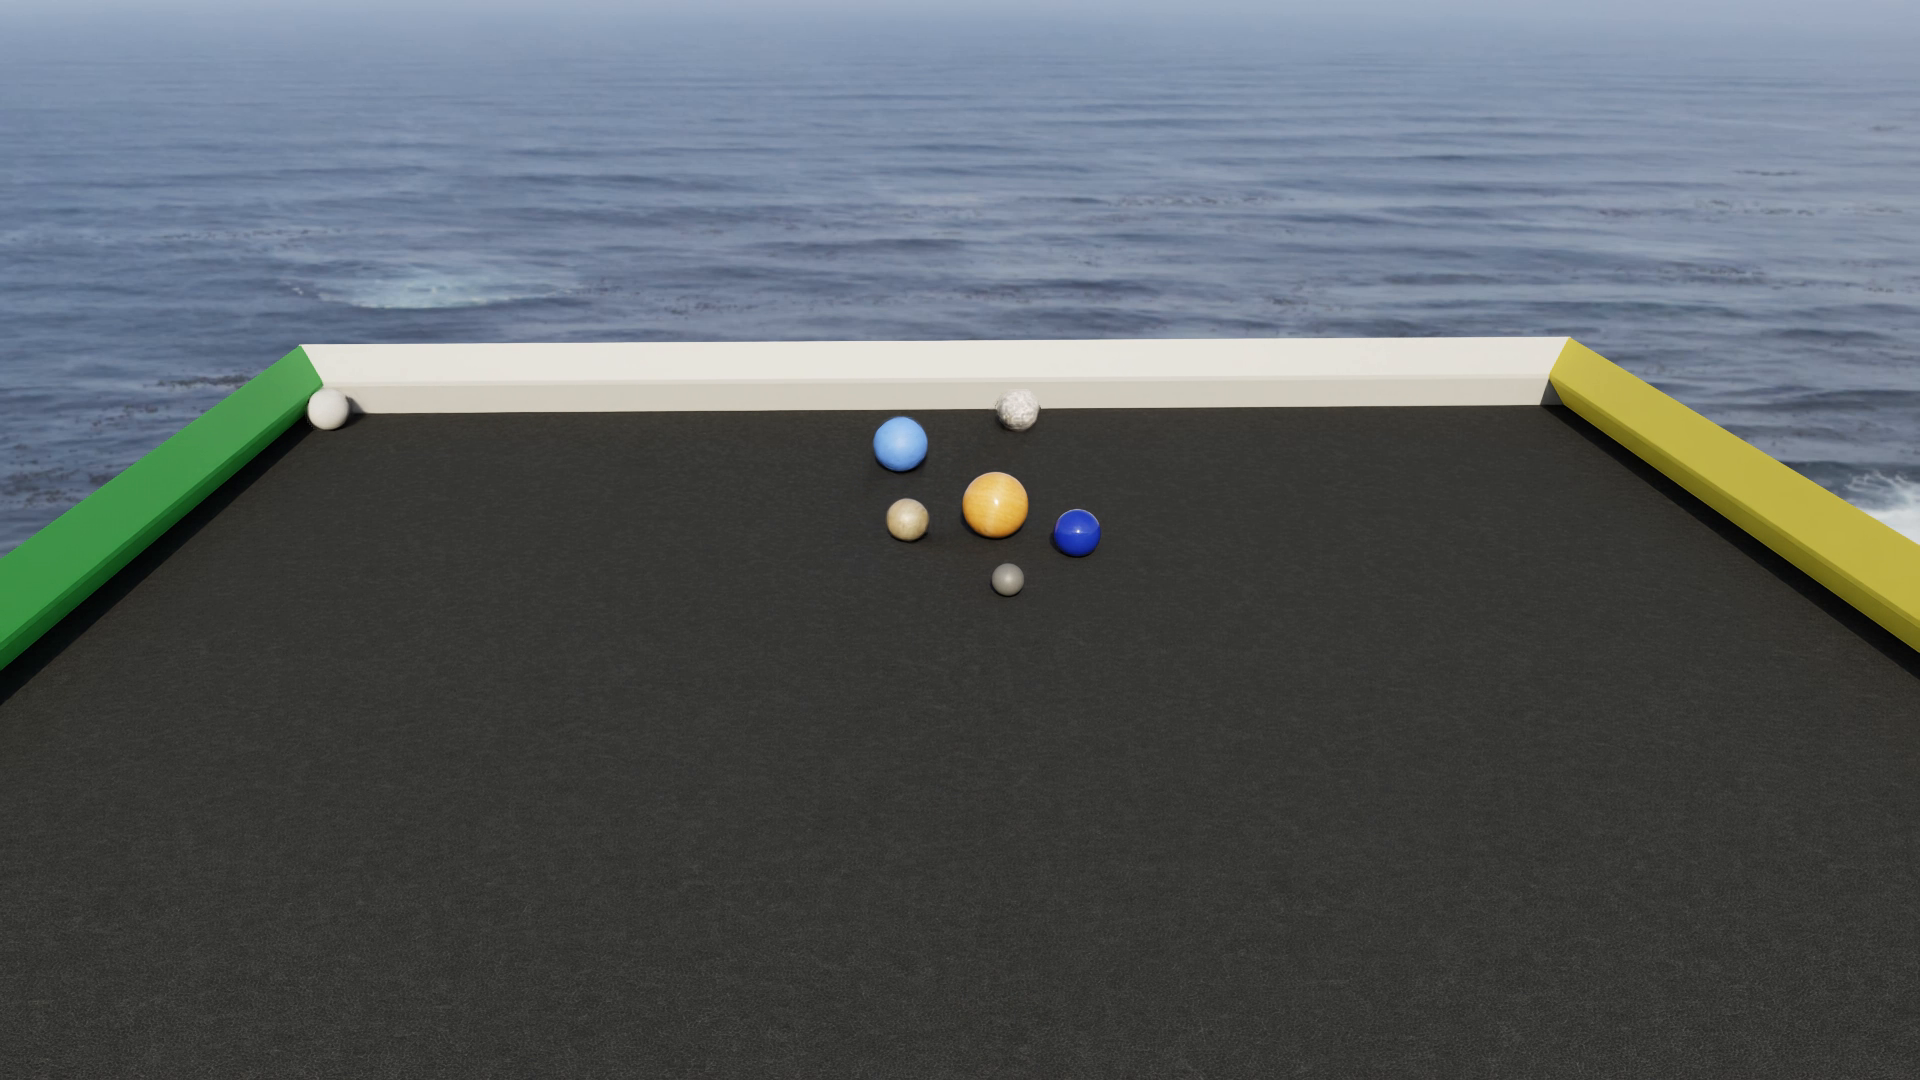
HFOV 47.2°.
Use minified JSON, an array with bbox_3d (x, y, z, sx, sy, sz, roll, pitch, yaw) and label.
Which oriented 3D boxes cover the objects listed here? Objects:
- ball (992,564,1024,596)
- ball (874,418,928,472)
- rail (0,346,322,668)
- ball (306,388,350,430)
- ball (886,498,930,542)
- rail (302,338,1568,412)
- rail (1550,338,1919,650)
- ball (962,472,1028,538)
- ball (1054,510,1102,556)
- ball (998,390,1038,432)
[{"bbox_3d":[0.059,0.049,2.708,0.041,0.041,0.041,0,16,0],"label":"ball"},{"bbox_3d":[-0.090,-0.144,3.324,0.082,0.082,0.082,0,16,0],"label":"ball"},{"bbox_3d":[-1.023,0.241,1.870,0.045,0.117,3.839,-1,16,-2],"label":"rail"},{"bbox_3d":[-1.035,-0.214,3.601,0.068,0.068,0.068,0,16,0],"label":"ball"},{"bbox_3d":[-0.070,-0.027,2.948,0.058,0.058,0.058,0,16,0],"label":"ball"},{"bbox_3d":[-0.032,-0.276,3.730,2.160,0.117,0.045,-1,16,-2],"label":"rail"},{"bbox_3d":[1.088,0.222,1.939,0.045,0.117,3.839,-1,16,-2],"label":"rail"},{"bbox_3d":[0.048,-0.047,2.959,0.090,0.090,0.090,0,16,0],"label":"ball"},{"bbox_3d":[0.153,-0.009,2.876,0.062,0.062,0.062,0,16,0],"label":"ball"},{"bbox_3d":[0.095,-0.211,3.593,0.067,0.067,0.067,0,16,0],"label":"ball"}]
